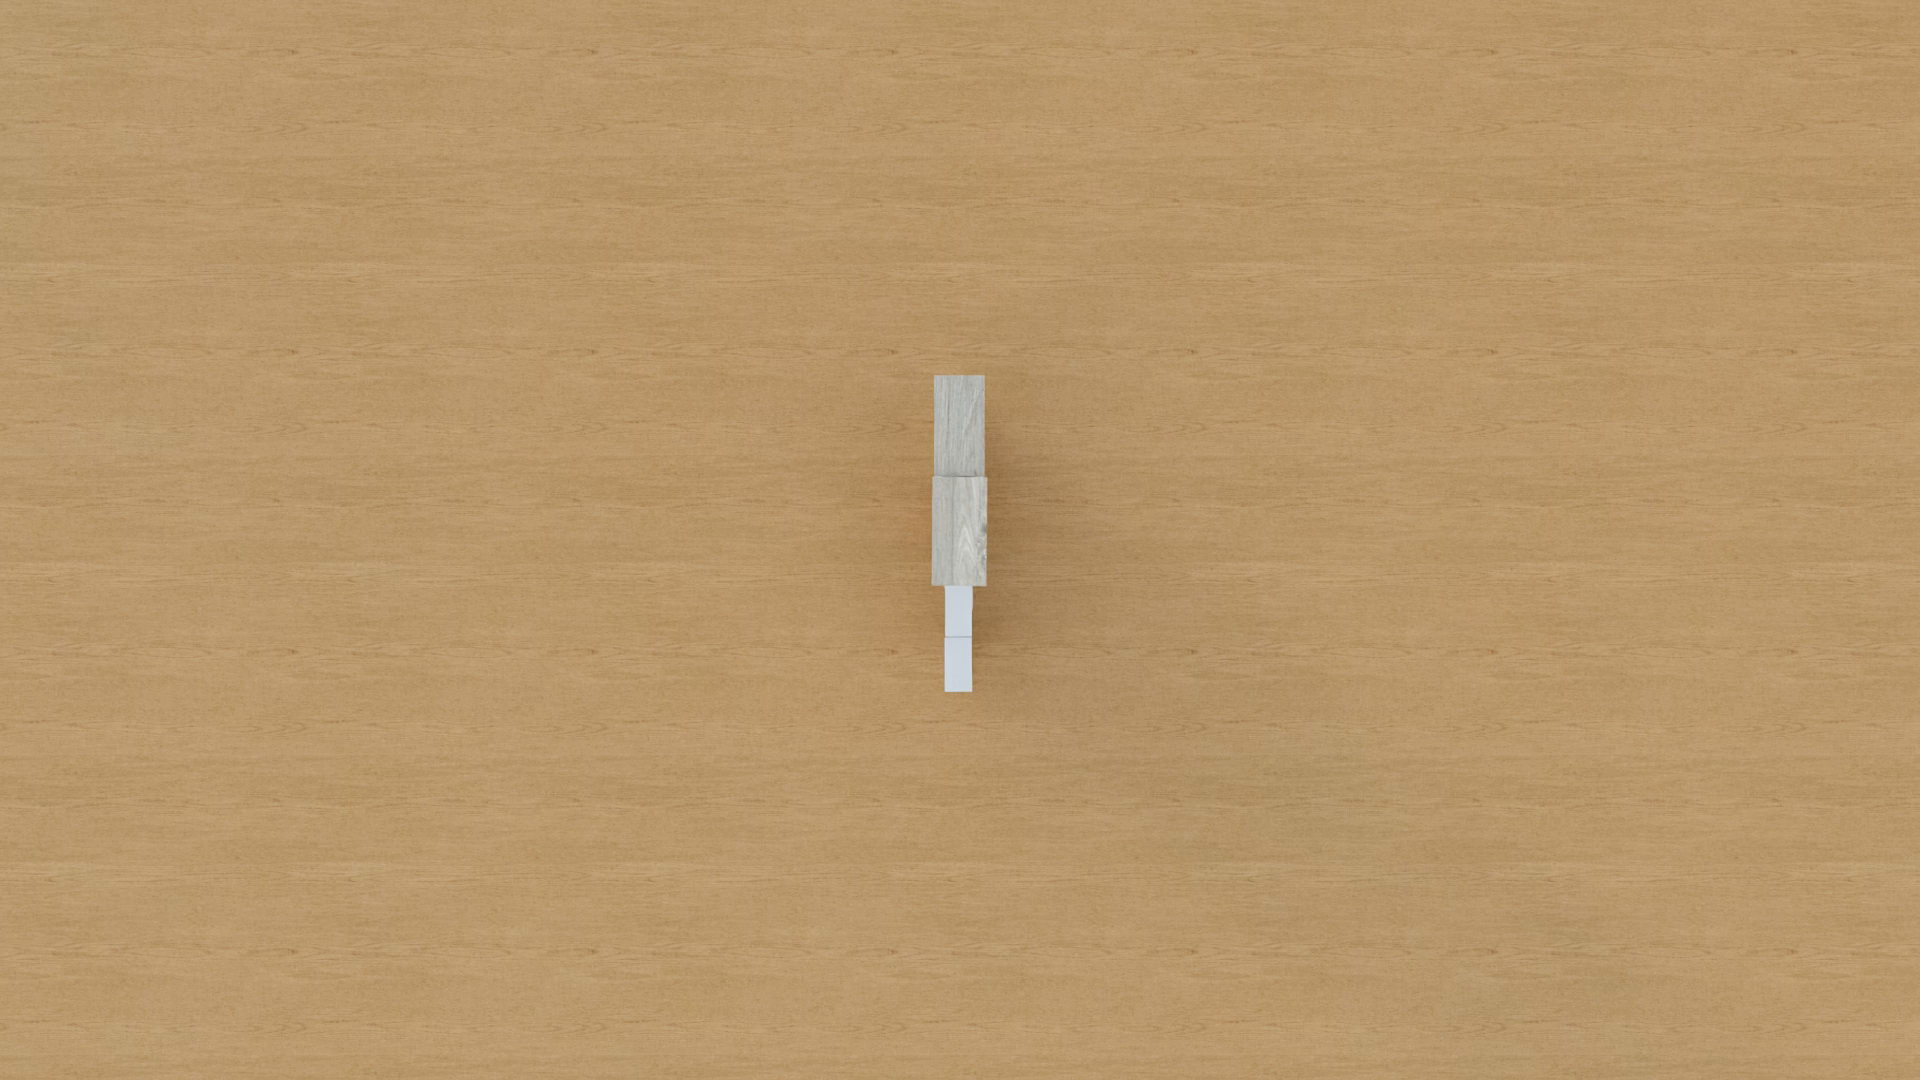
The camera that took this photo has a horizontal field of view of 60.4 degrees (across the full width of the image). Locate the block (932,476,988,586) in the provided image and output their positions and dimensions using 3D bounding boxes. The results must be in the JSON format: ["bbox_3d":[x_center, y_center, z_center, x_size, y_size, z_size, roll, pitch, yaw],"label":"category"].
[{"bbox_3d":[-0.002,-0.024,4.583,0.151,0.043,0.302,0,90,0],"label":"block"}]

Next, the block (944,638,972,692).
[{"bbox_3d":[-0.005,0.378,5.006,0.082,0.023,0.164,-1,86,0],"label":"block"}]

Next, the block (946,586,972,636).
[{"bbox_3d":[-0.005,0.211,4.978,0.079,0.022,0.158,0,90,0],"label":"block"}]

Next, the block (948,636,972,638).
[{"bbox_3d":[-0.001,0.304,5.195,0.075,0.021,0.150,0,98,0],"label":"block"}]

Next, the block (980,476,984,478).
[{"bbox_3d":[-0.003,-0.193,5.177,0.151,0.043,0.302,0,90,0],"label":"block"}]

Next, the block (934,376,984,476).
[{"bbox_3d":[-0.002,-0.319,4.622,0.141,0.040,0.282,0,90,0],"label":"block"}]
